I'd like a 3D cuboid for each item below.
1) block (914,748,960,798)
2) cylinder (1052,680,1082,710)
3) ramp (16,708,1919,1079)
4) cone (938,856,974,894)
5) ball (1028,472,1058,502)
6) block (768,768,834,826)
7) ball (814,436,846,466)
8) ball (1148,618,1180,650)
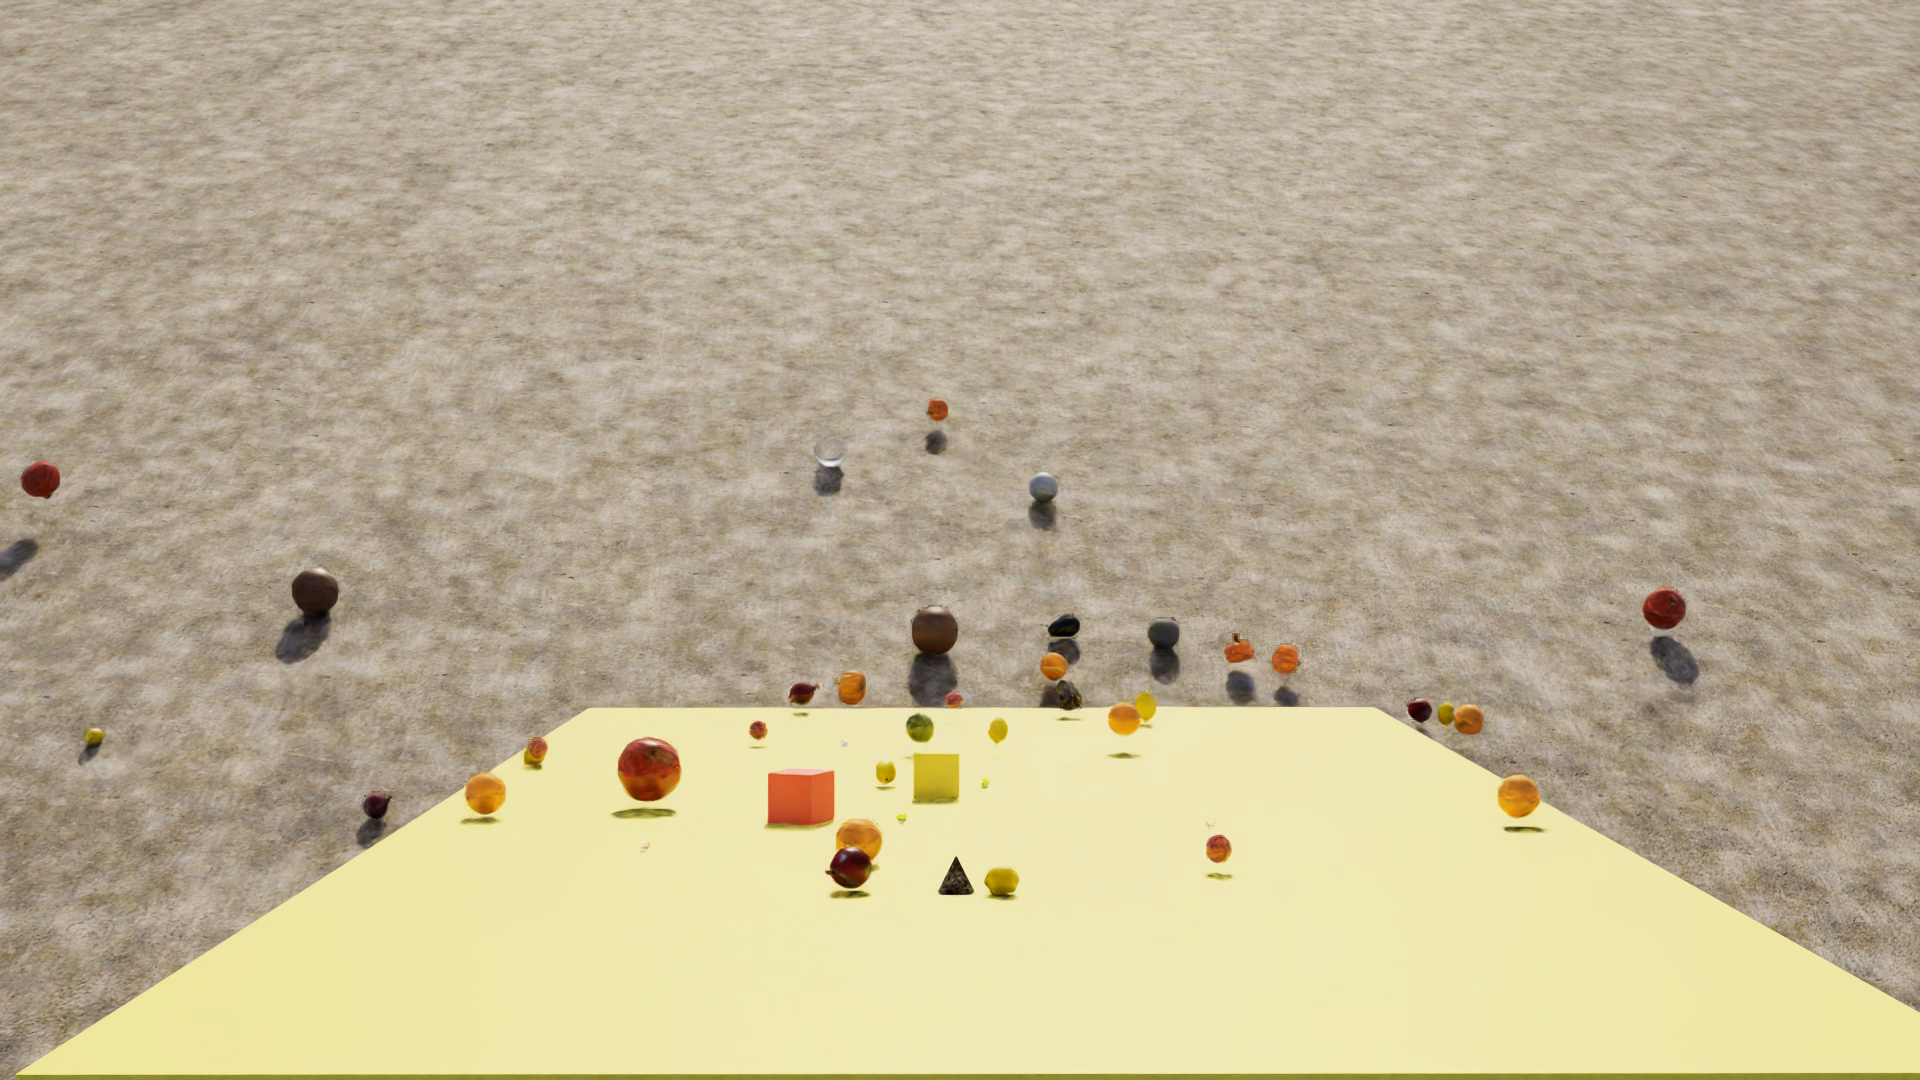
[{"bbox_3d":[-0.043,0.432,4.773,0.083,0.083,0.083,0,1,1],"label":"block"},{"bbox_3d":[0.264,0.380,6.307,0.054,0.054,0.054,-12,48,-24],"label":"cylinder"},{"bbox_3d":[0.058,0.529,4.566,2.000,0.100,4.000,0,1,0],"label":"ramp"},{"bbox_3d":[-0.006,0.475,3.677,0.053,0.053,0.053,0,1,0],"label":"cone"},{"bbox_3d":[0.255,-0.161,7.892,0.090,0.090,0.090,0,26,0],"label":"ball"},{"bbox_3d":[-0.272,0.440,4.433,0.085,0.085,0.085,1,2,25],"label":"block"},{"bbox_3d":[-0.410,-0.281,8.130,0.099,0.099,0.099,0,26,0],"label":"ball"},{"bbox_3d":[0.556,0.256,7.030,0.086,0.086,0.086,0,26,0],"label":"ball"}]
